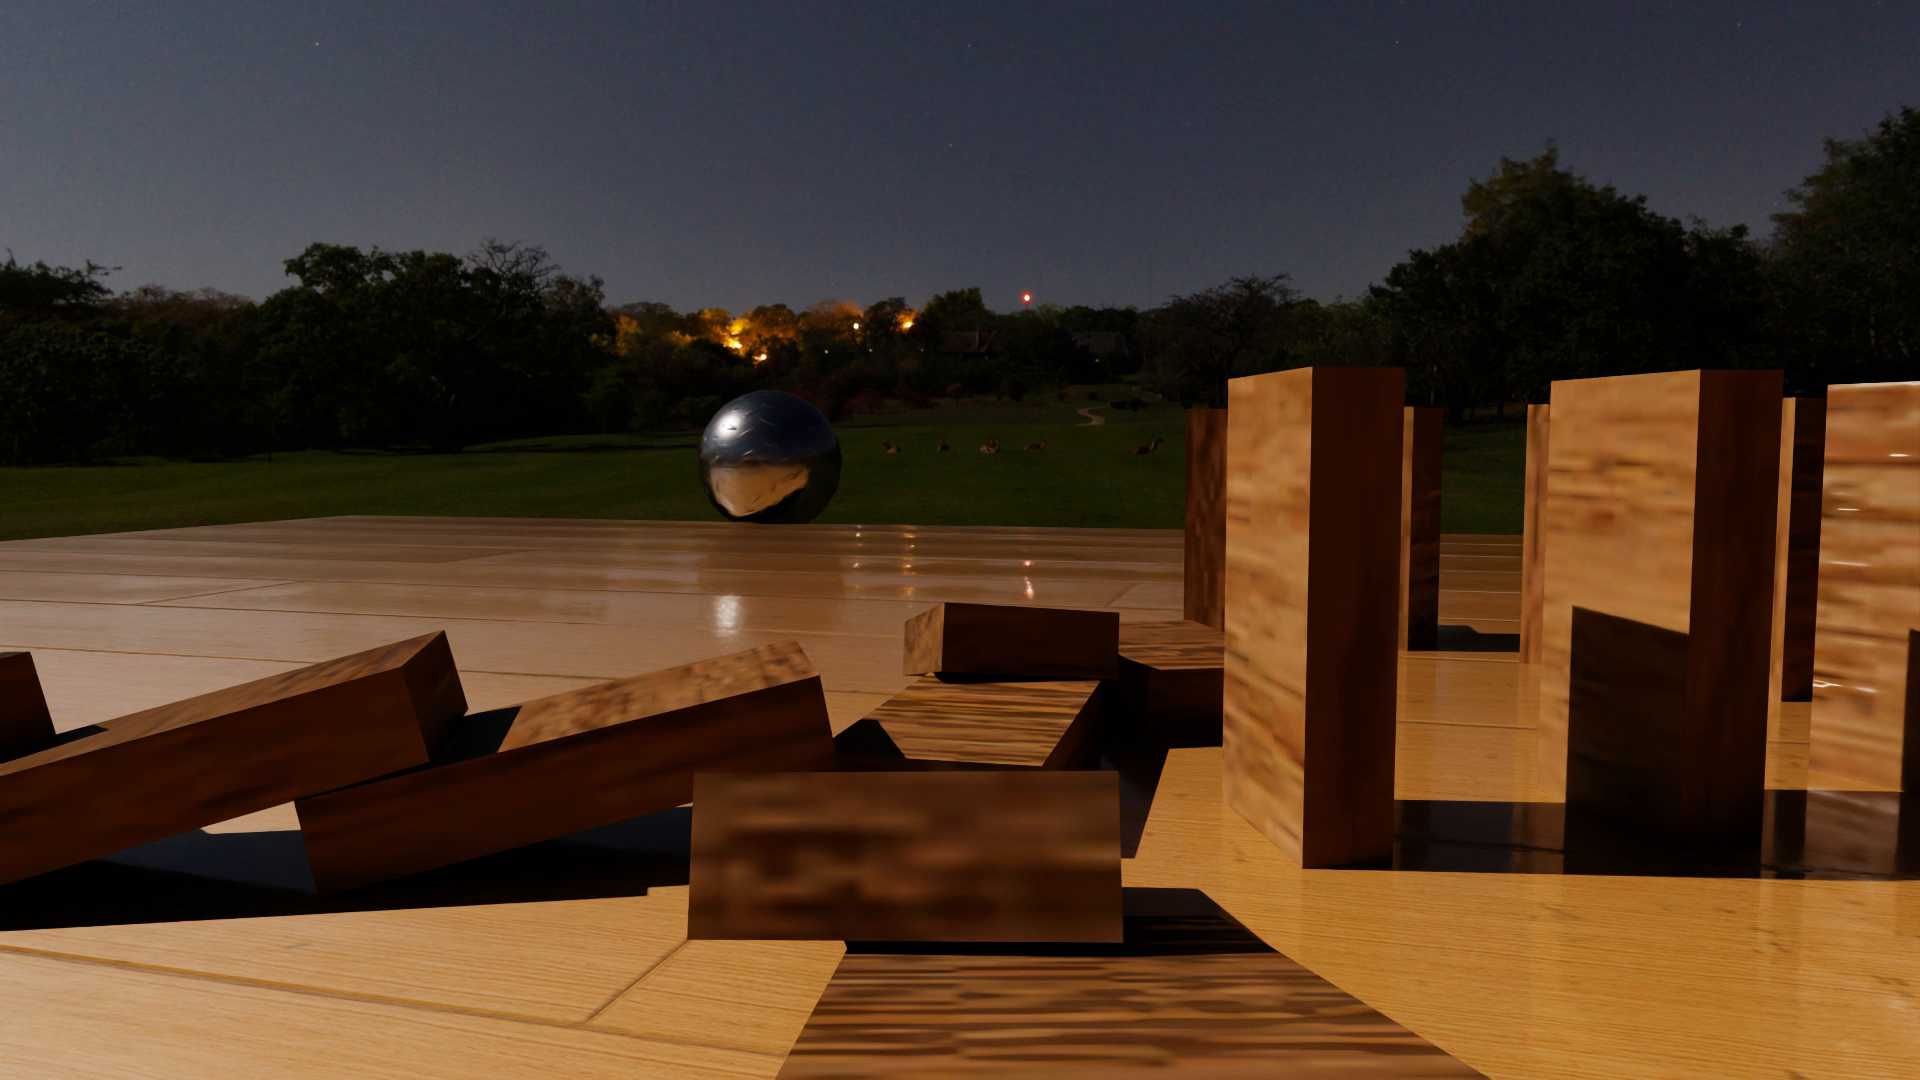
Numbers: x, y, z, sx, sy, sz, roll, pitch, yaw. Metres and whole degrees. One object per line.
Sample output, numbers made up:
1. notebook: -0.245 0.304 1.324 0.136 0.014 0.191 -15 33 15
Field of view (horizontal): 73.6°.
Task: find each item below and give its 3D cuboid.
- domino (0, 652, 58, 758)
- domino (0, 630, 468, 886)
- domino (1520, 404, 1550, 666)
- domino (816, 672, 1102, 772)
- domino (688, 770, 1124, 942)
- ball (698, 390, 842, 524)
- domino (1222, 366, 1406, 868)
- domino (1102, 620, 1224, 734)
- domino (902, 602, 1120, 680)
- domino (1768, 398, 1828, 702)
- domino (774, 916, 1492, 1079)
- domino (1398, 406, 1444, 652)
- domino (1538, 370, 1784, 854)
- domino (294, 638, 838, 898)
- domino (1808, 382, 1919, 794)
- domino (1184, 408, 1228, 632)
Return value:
1. domino: -0.118 0.023 0.122 0.050 0.009 0.025 -18 8 -41
2. domino: -0.078 0.022 0.129 0.050 0.010 0.025 -16 7 -12
3. domino: 0.121 -0.001 0.253 0.025 0.050 0.009 -4 6 -45
4. domino: 0.002 0.026 0.159 0.025 0.010 0.050 1 4 13
5. domino: -0.001 0.023 0.098 0.025 0.009 0.050 -1 -12 4
6. ball: -0.106 -0.044 0.718 0.080 0.080 0.080 0 4 0
7. domino: 0.038 0.007 0.140 0.009 0.050 0.025 -1 4 -7
8. domino: 0.036 0.022 0.215 0.025 0.010 0.050 -1 4 -10
9. domino: 0.006 0.017 0.203 0.025 0.010 0.050 4 -7 -8
10. domino: 0.145 0.001 0.220 0.025 0.050 0.010 -2 5 -24
11. domino: 0.006 0.027 0.065 0.025 0.009 0.050 0 -10 0
12. domino: 0.095 -0.003 0.275 0.009 0.050 0.025 3 5 34
13. domino: 0.078 0.007 0.145 0.010 0.050 0.025 -1 4 -9
14. domino: -0.040 0.023 0.137 0.050 0.009 0.025 -13 7 -12
15. domino: 0.121 0.006 0.157 0.009 0.050 0.025 -2 5 -26
16. domino: 0.056 -0.004 0.291 0.009 0.050 0.025 1 4 11
